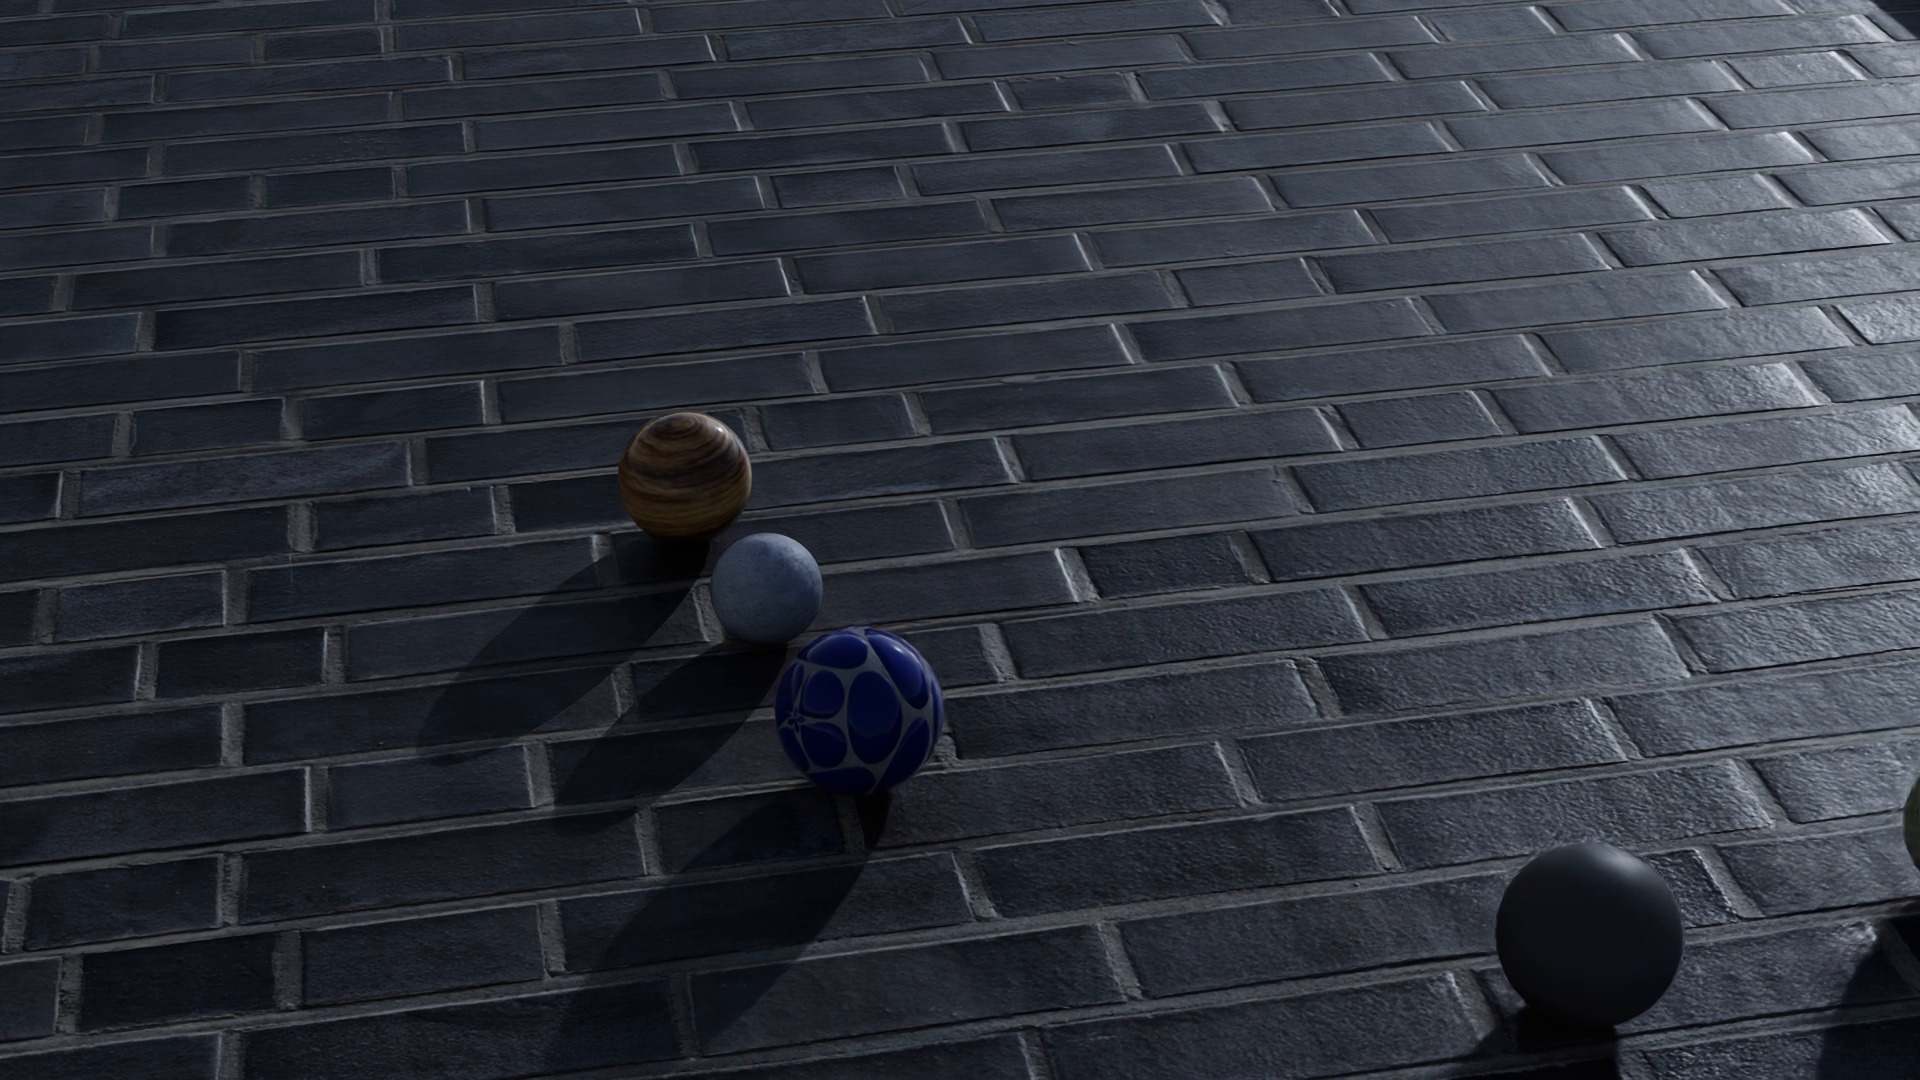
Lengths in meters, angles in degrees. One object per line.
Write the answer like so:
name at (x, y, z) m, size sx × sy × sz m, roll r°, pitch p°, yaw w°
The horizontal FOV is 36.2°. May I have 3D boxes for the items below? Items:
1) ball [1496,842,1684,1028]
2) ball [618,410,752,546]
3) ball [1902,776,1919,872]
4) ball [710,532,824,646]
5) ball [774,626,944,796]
ball at (0.282, 0.177, 1.320) m, size 0.083 × 0.083 × 0.083 m, roll 0°, pitch 32°, yaw 0°
ball at (-0.156, -0.035, 1.670) m, size 0.076 × 0.076 × 0.076 m, roll 0°, pitch 32°, yaw 0°
ball at (0.487, 0.135, 1.393) m, size 0.077 × 0.077 × 0.077 m, roll 0°, pitch 32°, yaw 0°
ball at (-0.104, 0.027, 1.584) m, size 0.061 × 0.061 × 0.061 m, roll 0°, pitch 32°, yaw 0°
ball at (-0.050, 0.085, 1.467) m, size 0.084 × 0.084 × 0.084 m, roll 0°, pitch 32°, yaw 0°
